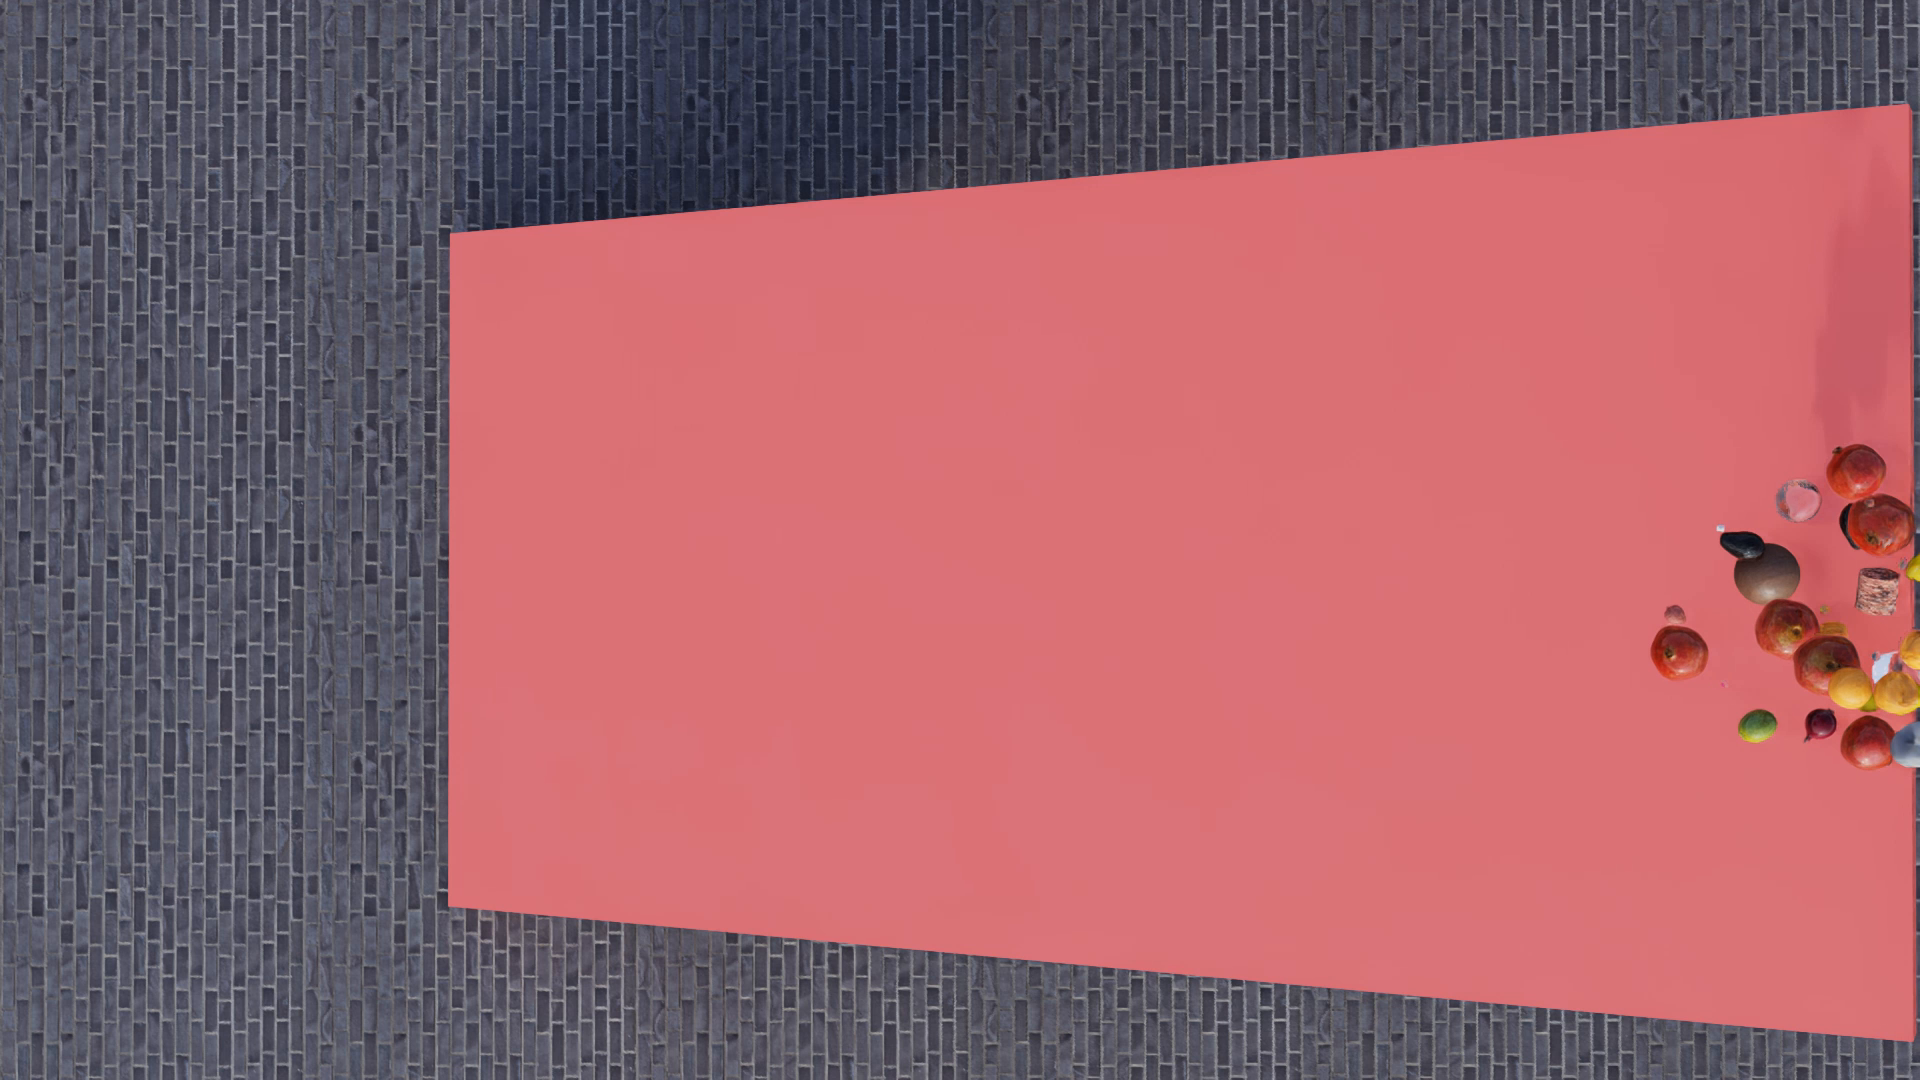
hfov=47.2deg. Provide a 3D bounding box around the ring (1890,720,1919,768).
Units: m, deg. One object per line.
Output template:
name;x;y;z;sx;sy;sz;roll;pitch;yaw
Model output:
ring;1.639;0.345;3.733;0.115;0.115;0.038;-29;107;0

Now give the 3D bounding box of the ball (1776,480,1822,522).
ball;1.633;-0.077;4.282;0.084;0.084;0.084;0;89;0

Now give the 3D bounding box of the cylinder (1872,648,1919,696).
cylinder;1.954;0.273;4.541;0.093;0.093;0.093;3;79;-15

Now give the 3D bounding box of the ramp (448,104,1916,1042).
ramp;0.277;0.078;5.657;4.000;0.100;2.000;0;89;28

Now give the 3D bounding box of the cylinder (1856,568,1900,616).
cylinder;1.876;0.105;4.497;0.077;0.077;0.077;-1;109;0
